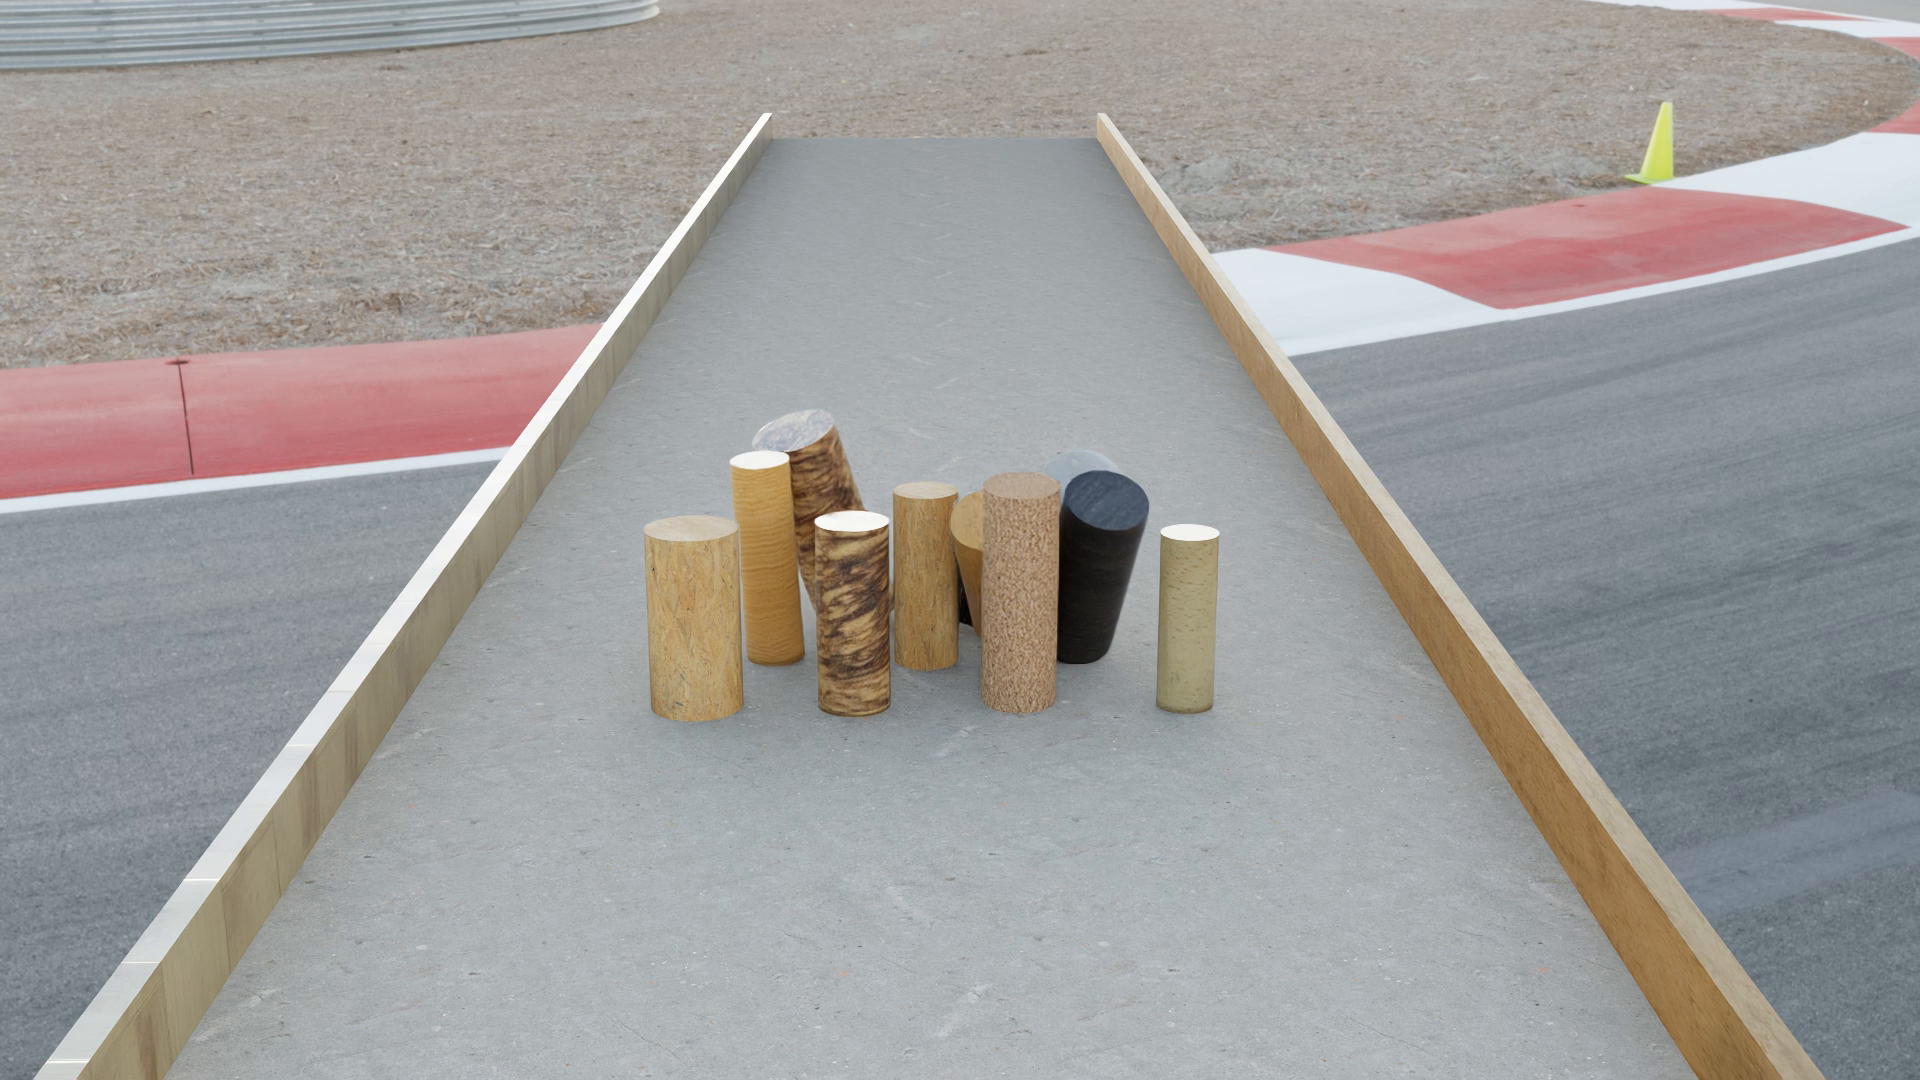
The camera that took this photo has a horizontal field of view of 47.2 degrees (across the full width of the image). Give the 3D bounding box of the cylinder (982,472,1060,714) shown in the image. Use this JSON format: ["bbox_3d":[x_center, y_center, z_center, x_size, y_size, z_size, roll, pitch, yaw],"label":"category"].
[{"bbox_3d":[0.112,0.099,4.114,0.143,0.432,0.143,0,23,0],"label":"cylinder"}]

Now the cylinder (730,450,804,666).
[{"bbox_3d":[-0.381,0.037,4.367,0.116,0.412,0.116,-3,19,1],"label":"cylinder"}]

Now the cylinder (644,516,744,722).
[{"bbox_3d":[-0.498,0.145,4.125,0.175,0.350,0.175,0,17,0],"label":"cylinder"}]

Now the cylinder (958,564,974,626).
[{"bbox_3d":[0.061,0.034,4.552,0.121,0.304,0.121,12,45,-12],"label":"cylinder"}]

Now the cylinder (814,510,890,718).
[{"bbox_3d":[-0.201,0.139,4.126,0.138,0.362,0.138,0,17,0],"label":"cylinder"}]

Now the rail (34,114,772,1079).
[{"bbox_3d":[-1.118,-0.838,7.780,0.050,0.150,12.000,0,17,-1],"label":"rail"}]

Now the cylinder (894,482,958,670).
[{"bbox_3d":[-0.068,0.071,4.372,0.128,0.352,0.128,0,17,0],"label":"cylinder"}]

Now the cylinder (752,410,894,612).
[{"bbox_3d":[-0.276,-0.036,4.521,0.172,0.438,0.172,-14,29,8],"label":"cylinder"}]

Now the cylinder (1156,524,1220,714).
[{"bbox_3d":[0.427,0.149,4.131,0.108,0.340,0.108,0,17,0],"label":"cylinder"}]

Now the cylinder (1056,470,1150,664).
[{"bbox_3d":[0.253,0.057,4.316,0.164,0.378,0.164,6,44,-6],"label":"cylinder"}]

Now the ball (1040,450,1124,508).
[{"bbox_3d":[0.244,-0.087,4.422,0.190,0.190,0.190,0,17,0],"label":"ball"}]

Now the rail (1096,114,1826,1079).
[{"bbox_3d":[0.932,-0.844,7.801,0.050,0.150,12.000,0,17,-1],"label":"rail"}]

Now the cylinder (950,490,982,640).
[{"bbox_3d":[0.069,0.063,4.348,0.131,0.401,0.131,-3,59,6],"label":"cylinder"}]
